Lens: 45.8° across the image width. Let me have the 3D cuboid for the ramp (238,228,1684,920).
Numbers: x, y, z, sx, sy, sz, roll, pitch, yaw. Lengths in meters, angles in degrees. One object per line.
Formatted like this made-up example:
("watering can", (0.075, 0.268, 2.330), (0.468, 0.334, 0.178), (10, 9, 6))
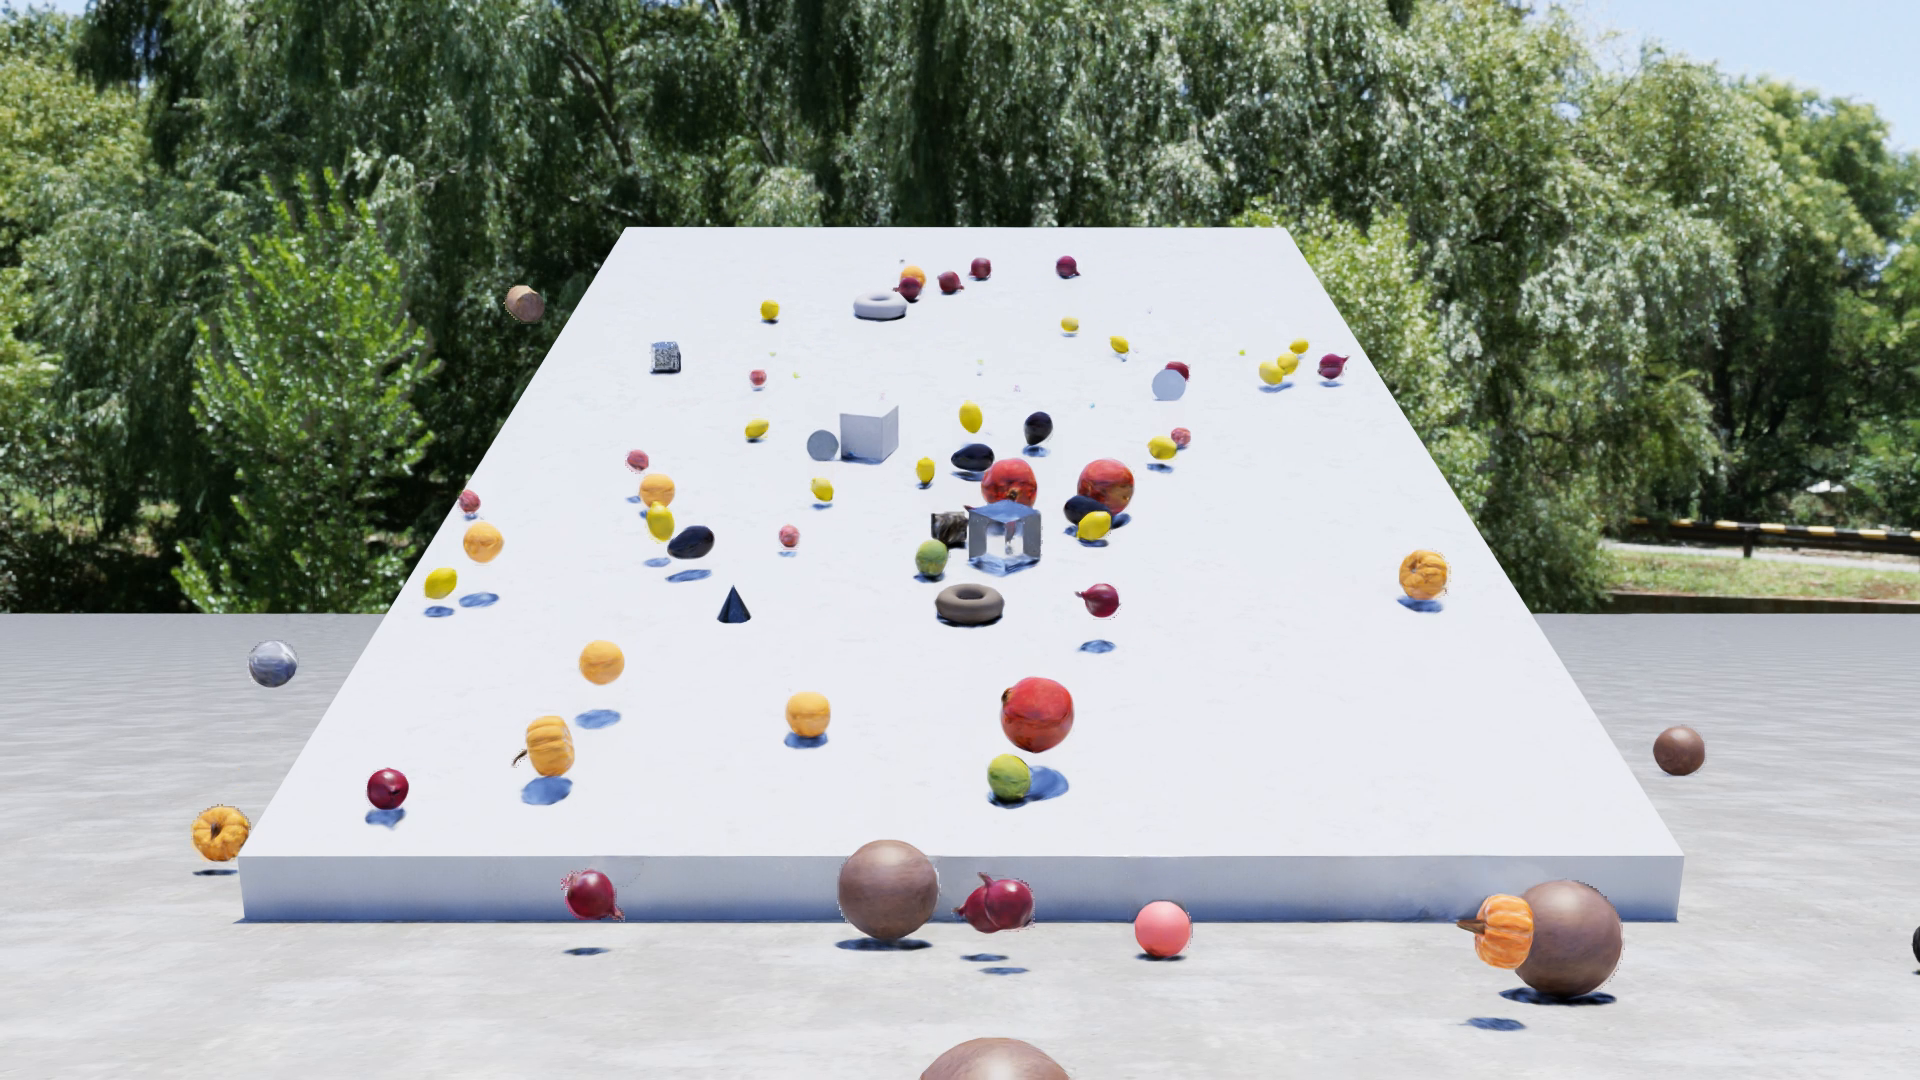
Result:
("ramp", (-0.005, -0.209, 5.030), (2.000, 0.100, 4.000), (0, 20, 0))

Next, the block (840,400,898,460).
("block", (-0.192, -0.232, 4.810), (0.095, 0.095, 0.095), (7, 21, 18))

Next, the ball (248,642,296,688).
("ball", (-1.213, 0.220, 4.008), (0.081, 0.081, 0.081), (0, -2, 0))

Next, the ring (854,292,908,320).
("ring", (-0.206, -0.610, 5.905), (0.141, 0.047, 0.141), (0, 22, 0))

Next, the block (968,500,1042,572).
("block", (0.083, -0.010, 4.208), (0.095, 0.095, 0.095), (-18, 27, -40))

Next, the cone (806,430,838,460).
("cone", (-0.287, -0.195, 4.802), (0.067, 0.067, 0.067), (0, -8, 1))

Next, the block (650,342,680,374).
("block", (-0.702, -0.435, 5.408), (0.060, 0.060, 0.060), (-6, 21, -16))

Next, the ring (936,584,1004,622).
("ring", (0.018, 0.110, 3.963), (0.121, 0.040, 0.121), (1, 19, 0))

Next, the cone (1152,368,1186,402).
("cone", (0.478, -0.348, 5.214), (0.078, 0.078, 0.078), (0, -6, 3))

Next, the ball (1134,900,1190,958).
("ball", (0.252, 0.485, 2.829), (0.070, 0.070, 0.070), (0, -2, 0))

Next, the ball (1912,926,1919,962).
("ball", (1.168, 0.482, 2.697), (0.068, 0.068, 0.068), (0, -2, 0))

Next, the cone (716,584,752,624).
("cone", (-0.393, 0.106, 3.941), (0.062, 0.062, 0.062), (0, 20, 0))

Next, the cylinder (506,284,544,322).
("cylinder", (-1.171, -0.638, 6.115), (0.082, 0.082, 0.082), (1, 21, -28))
